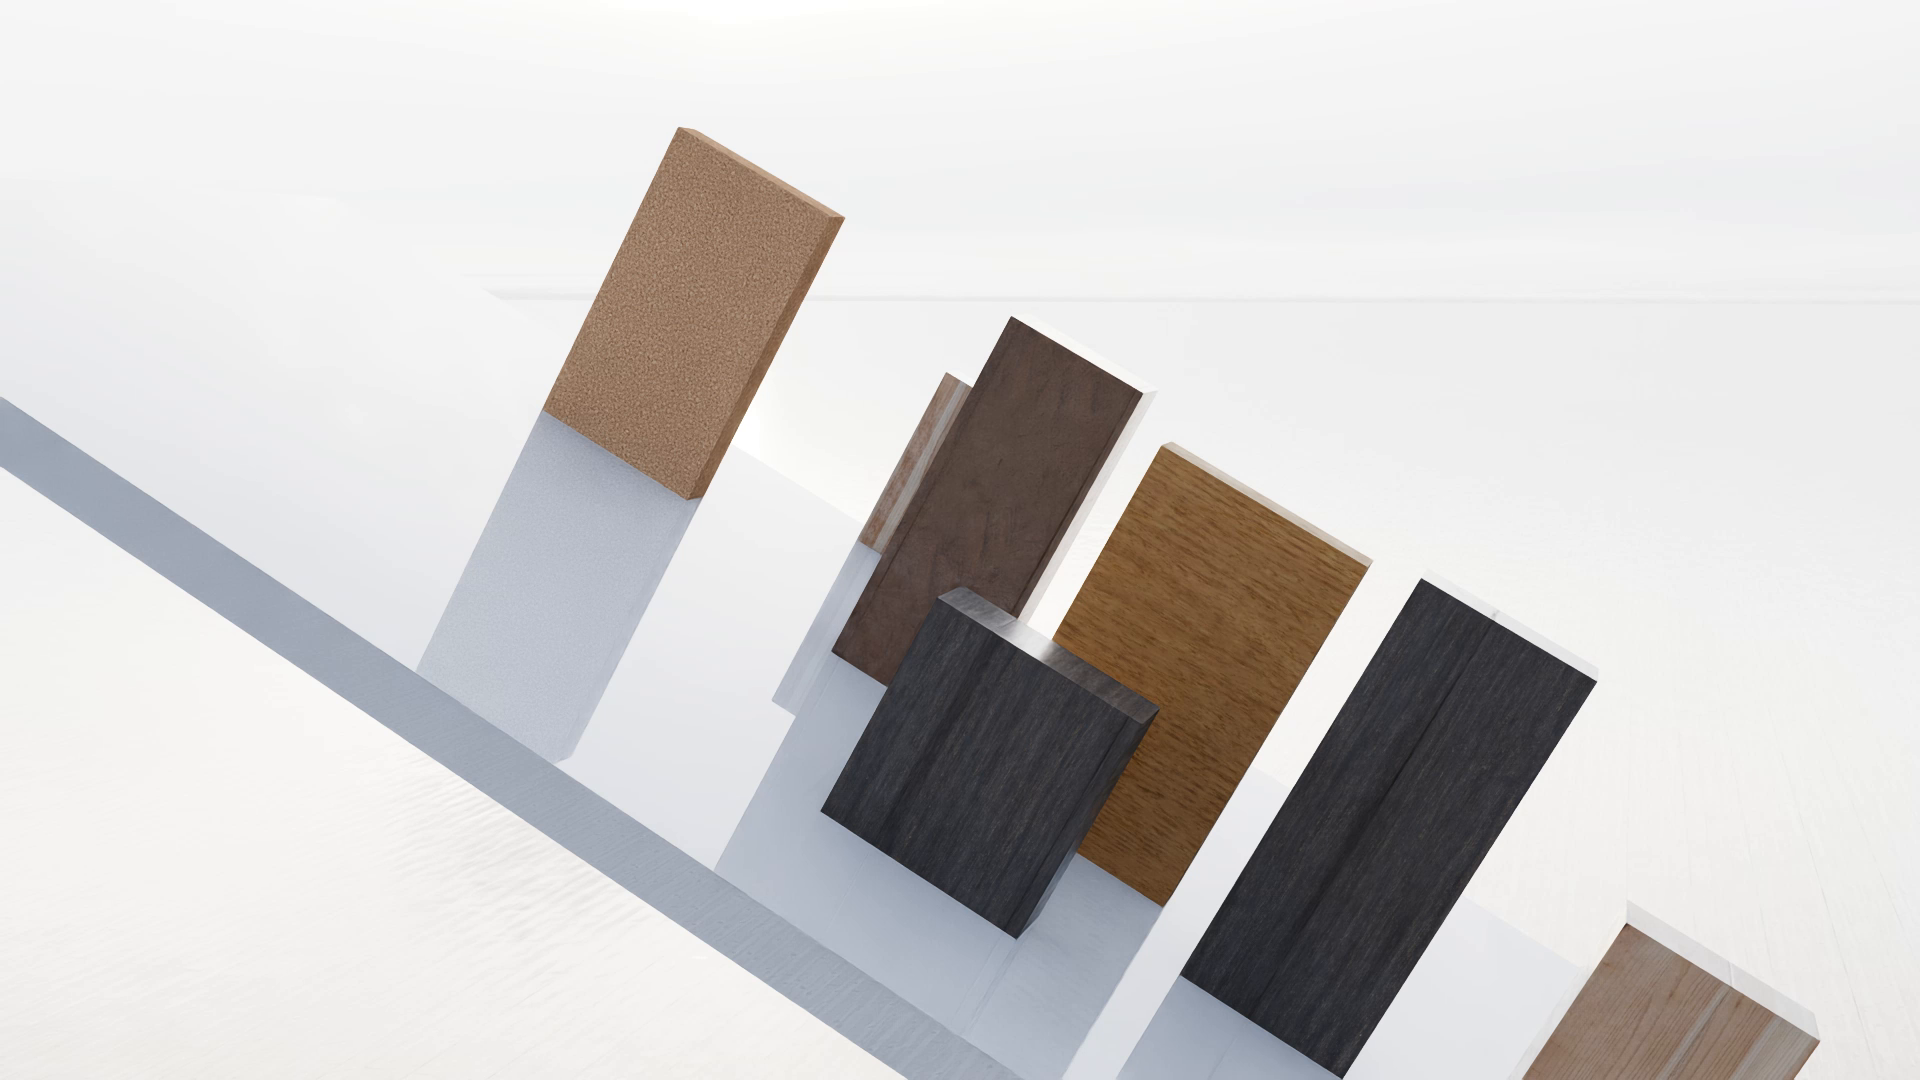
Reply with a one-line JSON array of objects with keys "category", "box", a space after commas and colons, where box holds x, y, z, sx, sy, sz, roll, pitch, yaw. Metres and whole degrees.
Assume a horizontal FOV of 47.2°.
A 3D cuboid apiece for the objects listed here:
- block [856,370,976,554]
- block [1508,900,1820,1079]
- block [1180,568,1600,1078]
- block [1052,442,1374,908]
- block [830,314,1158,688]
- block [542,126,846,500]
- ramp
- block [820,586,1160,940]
[{"category": "block", "box": [-0.010, -0.126, 4.974, 0.264, 0.441, 0.086, 32, 15, 11]}, {"category": "block", "box": [0.858, 0.825, 2.968, 0.278, 0.616, 0.113, 32, 15, 11]}, {"category": "block", "box": [0.691, 0.463, 3.578, 0.312, 0.778, 0.118, 32, 15, 11]}, {"category": "block", "box": [0.366, 0.238, 3.882, 0.408, 0.710, 0.092, 32, 15, 11]}, {"category": "block", "box": [0.062, -0.034, 4.184, 0.288, 0.740, 0.133, 32, 15, 11]}, {"category": "block", "box": [-0.568, -0.476, 4.650, 0.385, 0.678, 0.089, 32, 15, 11]}, {"category": "ramp", "box": [-0.200, 0.331, 4.136, 4.000, 0.100, 2.000, 32, 15, 11]}, {"category": "block", "box": [0.047, 0.350, 3.504, 0.375, 0.407, 0.137, 32, 15, 11]}]
